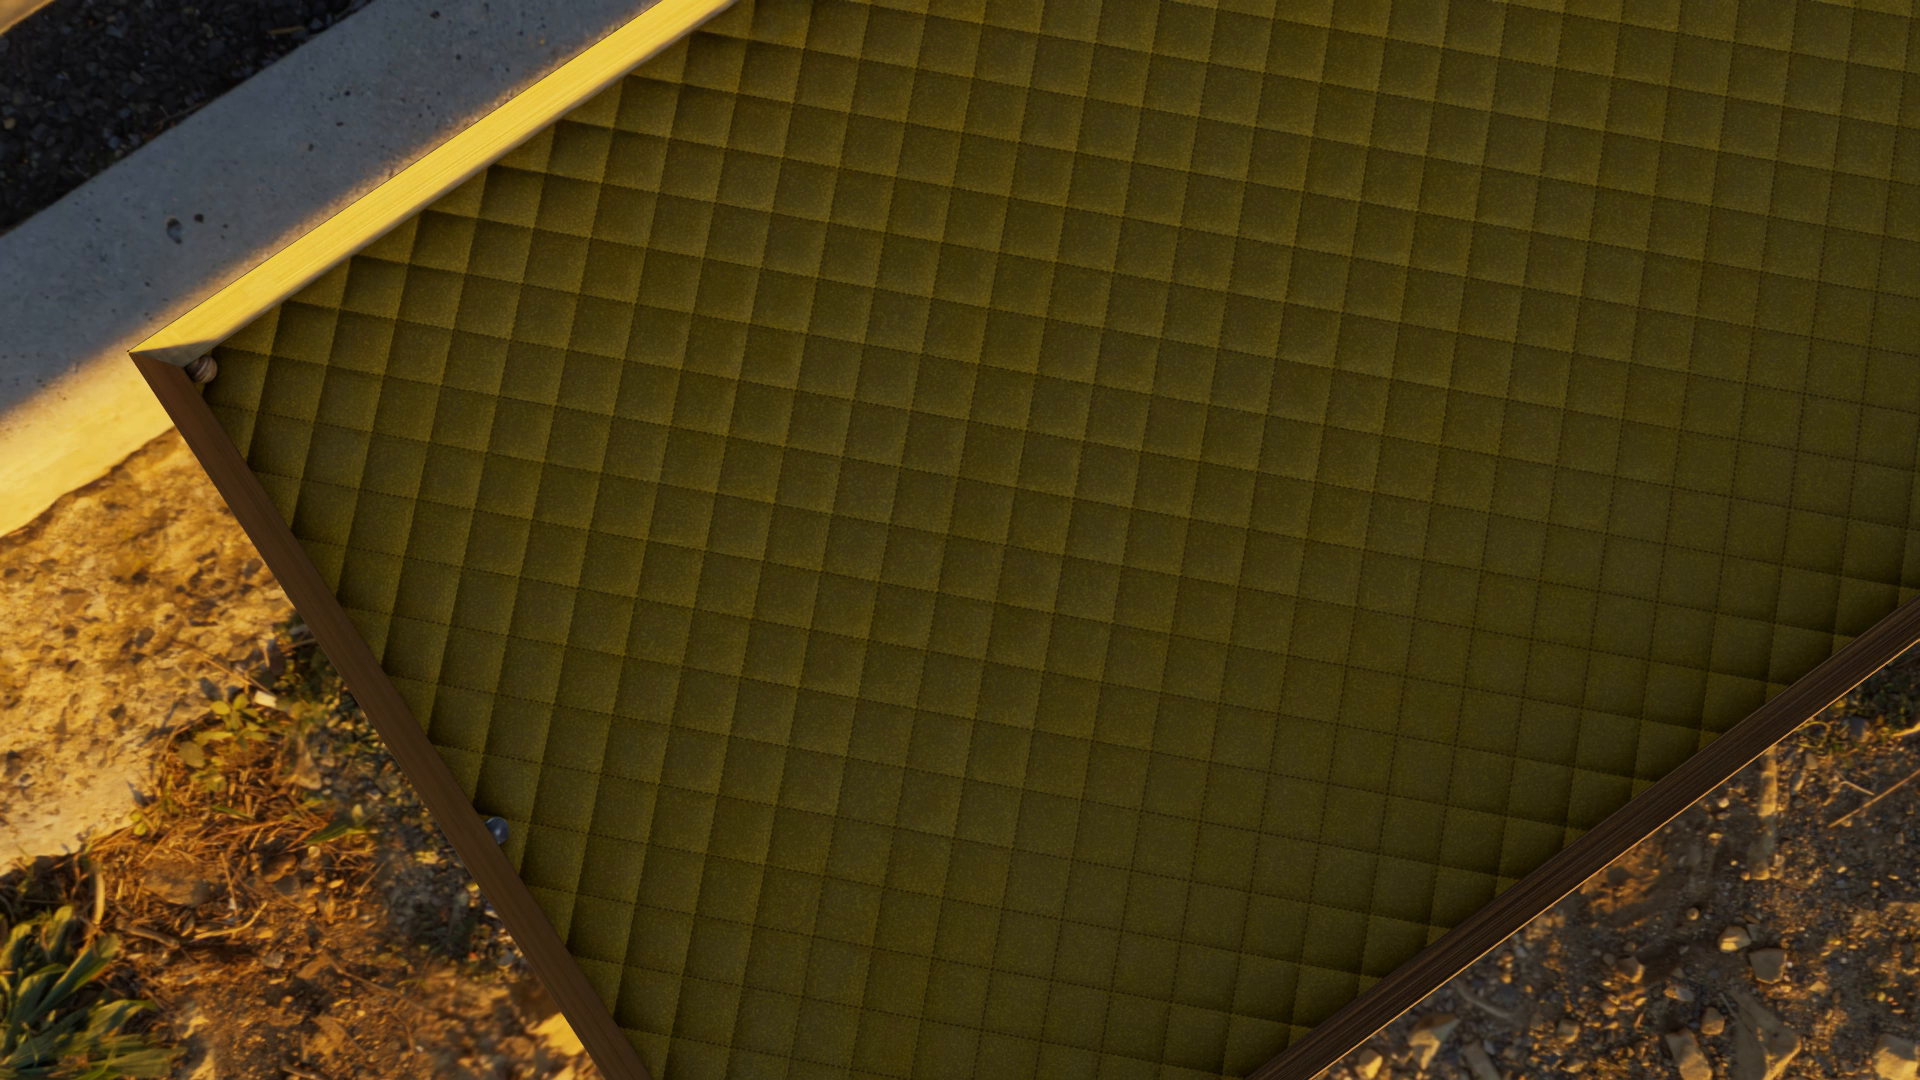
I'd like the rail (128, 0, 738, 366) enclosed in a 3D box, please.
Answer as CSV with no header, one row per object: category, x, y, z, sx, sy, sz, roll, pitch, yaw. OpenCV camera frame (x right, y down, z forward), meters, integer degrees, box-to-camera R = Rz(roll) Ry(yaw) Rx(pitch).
rail,0.188,-1.213,3.408,3.406,0.109,0.045,-35,84,-4

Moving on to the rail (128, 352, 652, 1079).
rail,-0.680,0.465,3.180,0.045,0.109,1.837,-35,84,-4

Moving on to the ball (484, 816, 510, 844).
ball,-0.681,0.426,3.220,0.042,0.042,0.042,0,82,0

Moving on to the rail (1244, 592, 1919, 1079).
rail,1.210,0.243,3.210,3.406,0.109,0.045,-35,84,-4

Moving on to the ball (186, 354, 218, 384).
ball,-1.142,-0.259,3.311,0.046,0.046,0.046,0,82,0
